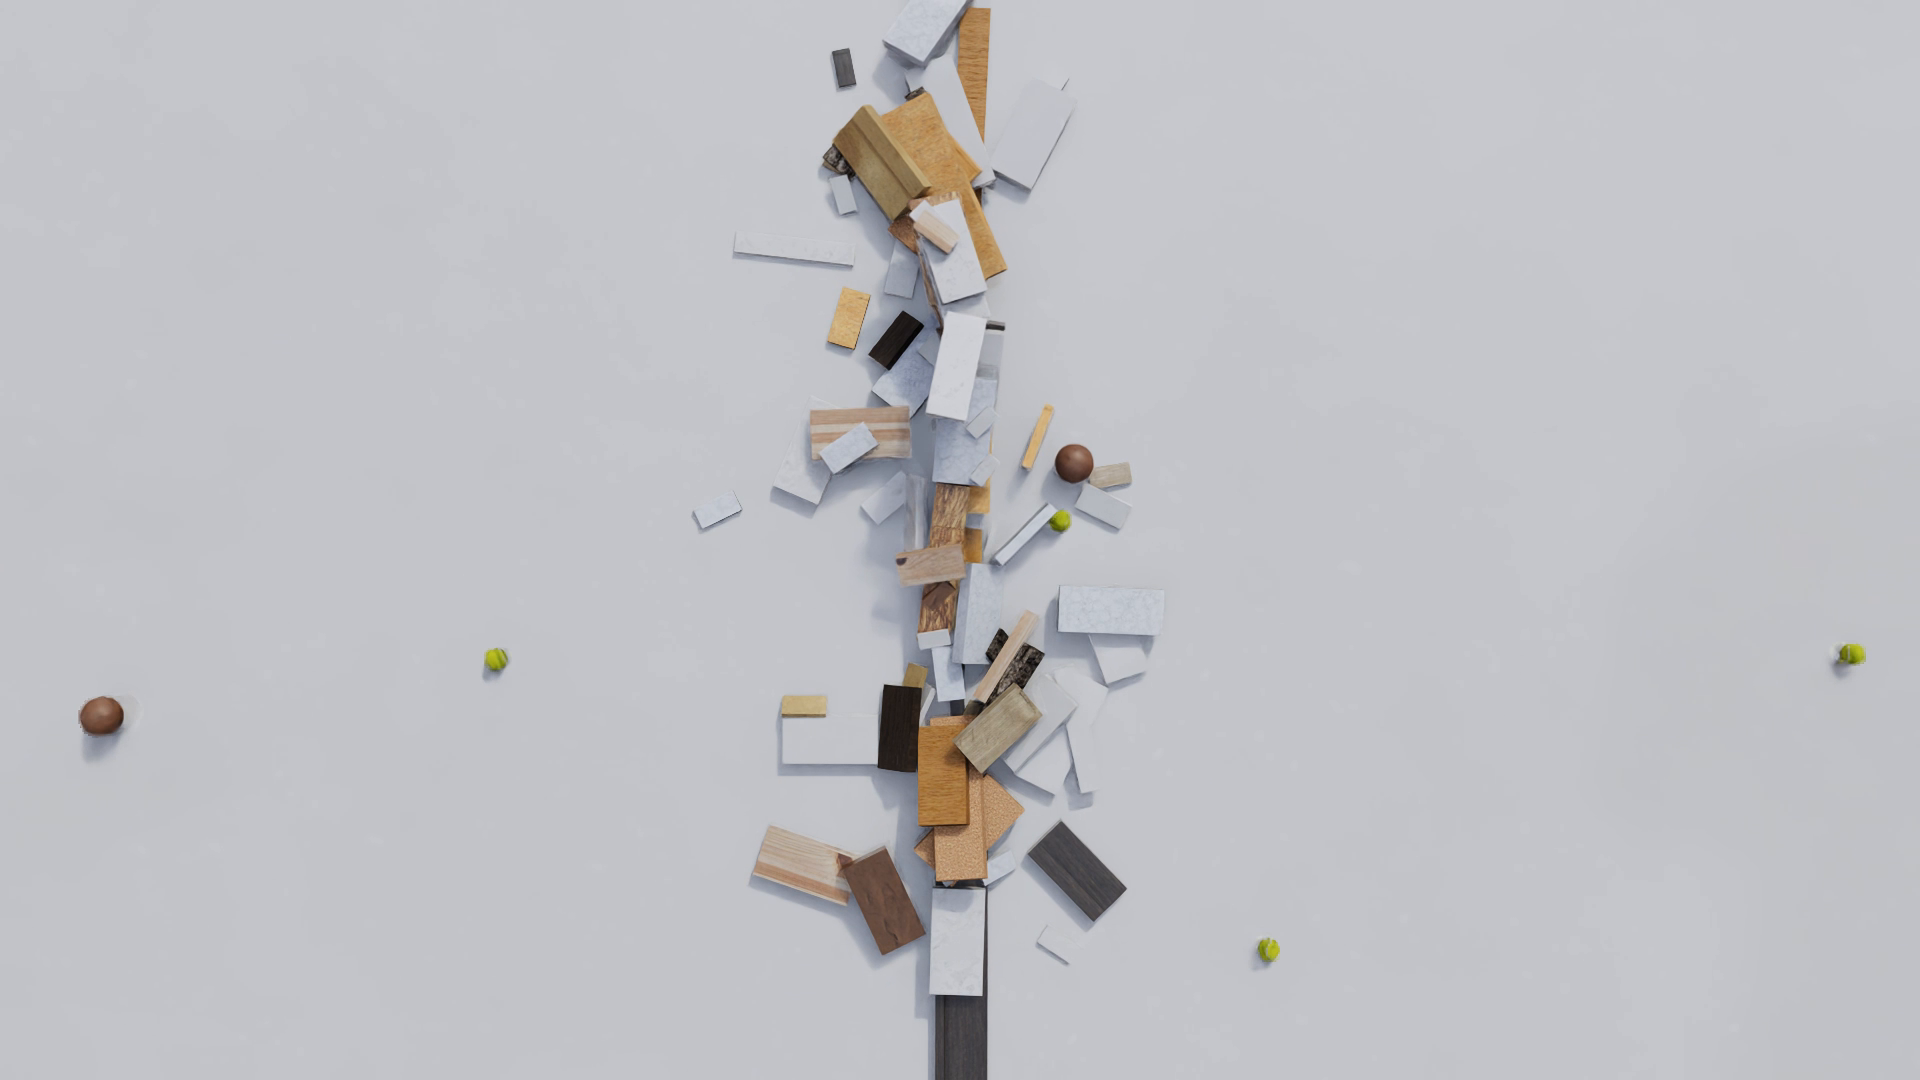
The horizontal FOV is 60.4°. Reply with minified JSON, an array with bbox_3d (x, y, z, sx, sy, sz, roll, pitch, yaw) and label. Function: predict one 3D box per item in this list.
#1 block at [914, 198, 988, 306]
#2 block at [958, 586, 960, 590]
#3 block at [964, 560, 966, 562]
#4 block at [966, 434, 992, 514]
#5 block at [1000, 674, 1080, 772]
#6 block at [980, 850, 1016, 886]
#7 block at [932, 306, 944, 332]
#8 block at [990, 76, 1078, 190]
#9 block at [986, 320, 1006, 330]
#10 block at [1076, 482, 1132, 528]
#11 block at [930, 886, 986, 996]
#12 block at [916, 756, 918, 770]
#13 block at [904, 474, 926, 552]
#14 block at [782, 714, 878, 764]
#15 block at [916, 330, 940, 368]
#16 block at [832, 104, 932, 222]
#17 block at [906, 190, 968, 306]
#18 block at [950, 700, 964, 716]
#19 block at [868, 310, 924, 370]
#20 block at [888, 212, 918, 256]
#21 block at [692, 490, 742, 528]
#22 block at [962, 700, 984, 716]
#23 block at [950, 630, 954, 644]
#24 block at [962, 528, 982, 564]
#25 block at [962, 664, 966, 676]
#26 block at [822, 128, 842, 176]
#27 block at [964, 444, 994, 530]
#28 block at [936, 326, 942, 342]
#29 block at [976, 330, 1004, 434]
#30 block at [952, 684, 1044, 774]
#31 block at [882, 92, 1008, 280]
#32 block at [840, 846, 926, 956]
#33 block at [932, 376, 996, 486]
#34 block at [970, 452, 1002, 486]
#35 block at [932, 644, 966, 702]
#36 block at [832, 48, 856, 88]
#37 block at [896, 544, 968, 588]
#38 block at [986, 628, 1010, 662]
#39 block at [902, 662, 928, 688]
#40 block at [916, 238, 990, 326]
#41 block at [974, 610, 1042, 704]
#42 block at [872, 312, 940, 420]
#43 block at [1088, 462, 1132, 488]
[{"bbox_3d":[-0.032,-0.912,5.229,0.151,0.043,0.302,-18,93,-8],"label":"block"},{"bbox_3d":[-0.020,0.154,5.431,0.062,0.017,0.123,5,117,-2],"label":"block"},{"bbox_3d":[-0.014,0.120,5.457,0.062,0.017,0.123,1,125,0],"label":"block"},{"bbox_3d":[0.014,-0.257,5.285,0.170,0.048,0.340,1,106,0],"label":"block"},{"bbox_3d":[0.235,0.603,5.431,0.150,0.043,0.301,46,100,18],"label":"block"},{"bbox_3d":[0.121,1.083,5.456,0.132,0.019,0.066,-24,101,-27],"label":"block"},{"bbox_3d":[0.008,-0.686,5.350,0.123,0.035,0.247,-21,82,-9],"label":"block"},{"bbox_3d":[0.240,-1.345,5.459,0.163,0.046,0.327,28,96,0],"label":"block"},{"bbox_3d":[0.036,-0.523,5.296,0.151,0.043,0.380,10,112,-3],"label":"block"},{"bbox_3d":[0.477,-0.114,5.477,0.169,0.024,0.085,26,106,0],"label":"block"},{"bbox_3d":[-0.009,1.317,5.426,0.173,0.049,0.346,2,90,0],"label":"block"},{"bbox_3d":[-0.108,0.747,5.489,0.077,0.022,0.155,-17,90,0],"label":"block"},{"bbox_3d":[-0.146,-0.084,5.418,0.036,0.126,0.253,-1,98,-18],"label":"block"},{"bbox_3d":[-0.429,0.662,5.478,0.314,0.044,0.157,0,90,0],"label":"block"},{"bbox_3d":[-0.050,-0.658,5.442,0.088,0.025,0.176,42,90,0],"label":"block"},{"bbox_3d":[-0.256,-1.233,5.394,0.171,0.048,0.341,-40,83,34],"label":"block"},{"bbox_3d":[-0.049,-0.938,5.316,0.171,0.048,0.341,-13,92,-8],"label":"block"},{"bbox_3d":[-0.009,0.536,5.493,0.048,0.014,0.096,-4,90,0],"label":"block"},{"bbox_3d":[-0.212,-0.662,5.463,0.094,0.027,0.188,38,90,34],"label":"block"},{"bbox_3d":[-0.131,-1.000,5.458,0.200,0.028,0.100,41,90,0],"label":"block"},{"bbox_3d":[-0.806,-0.102,5.490,0.146,0.021,0.073,-26,90,0],"label":"block"},{"bbox_3d":[0.035,0.581,5.479,0.048,0.014,0.096,24,104,-7],"label":"block"},{"bbox_3d":[-0.026,0.296,5.465,0.091,0.026,0.182,3,80,0],"label":"block"},{"bbox_3d":[0.002,-0.028,5.440,0.140,0.040,0.279,1,107,0],"label":"block"},{"bbox_3d":[-0.028,0.408,5.472,0.091,0.026,0.182,4,80,0],"label":"block"},{"bbox_3d":[-0.396,-1.294,5.490,0.069,0.020,0.139,27,90,0],"label":"block"},{"bbox_3d":[0.022,-0.181,5.353,0.140,0.040,0.279,7,106,-1],"label":"block"},{"bbox_3d":[0.021,-0.605,5.429,0.123,0.035,0.247,-24,111,-10],"label":"block"},{"bbox_3d":[0.038,-0.504,5.255,0.170,0.048,0.340,6,113,-2],"label":"block"},{"bbox_3d":[0.121,0.608,5.342,0.277,0.039,0.139,-42,109,-8],"label":"block"},{"bbox_3d":[-0.051,-1.133,5.384,0.171,0.048,0.623,-23,93,20],"label":"block"},{"bbox_3d":[-0.253,1.190,5.449,0.160,0.045,0.320,-25,97,-7],"label":"block"},{"bbox_3d":[0.013,-0.347,5.209,0.170,0.048,0.340,6,106,-1],"label":"block"},{"bbox_3d":[0.080,-0.222,5.213,0.049,0.014,0.098,38,103,-10],"label":"block"},{"bbox_3d":[-0.037,0.436,5.427,0.091,0.026,0.182,-7,93,0],"label":"block"},{"bbox_3d":[-0.385,-1.572,5.492,0.059,0.017,0.119,-11,90,0],"label":"block"},{"bbox_3d":[-0.092,0.082,5.318,0.215,0.030,0.108,-9,107,5],"label":"block"},{"bbox_3d":[0.124,0.350,5.458,0.052,0.015,0.103,51,59,-38],"label":"block"},{"bbox_3d":[-0.158,0.488,5.467,0.075,0.021,0.149,16,90,43],"label":"block"},{"bbox_3d":[-0.020,-0.838,5.274,0.151,0.043,0.302,-18,93,-8],"label":"block"},{"bbox_3d":[0.157,0.382,5.416,0.047,0.164,0.328,32,90,8],"label":"block"},{"bbox_3d":[-0.131,-0.574,5.477,0.162,0.046,0.324,38,90,0],"label":"block"},{"bbox_3d":[0.499,-0.214,5.490,0.139,0.020,0.070,-10,90,0],"label":"block"}]
